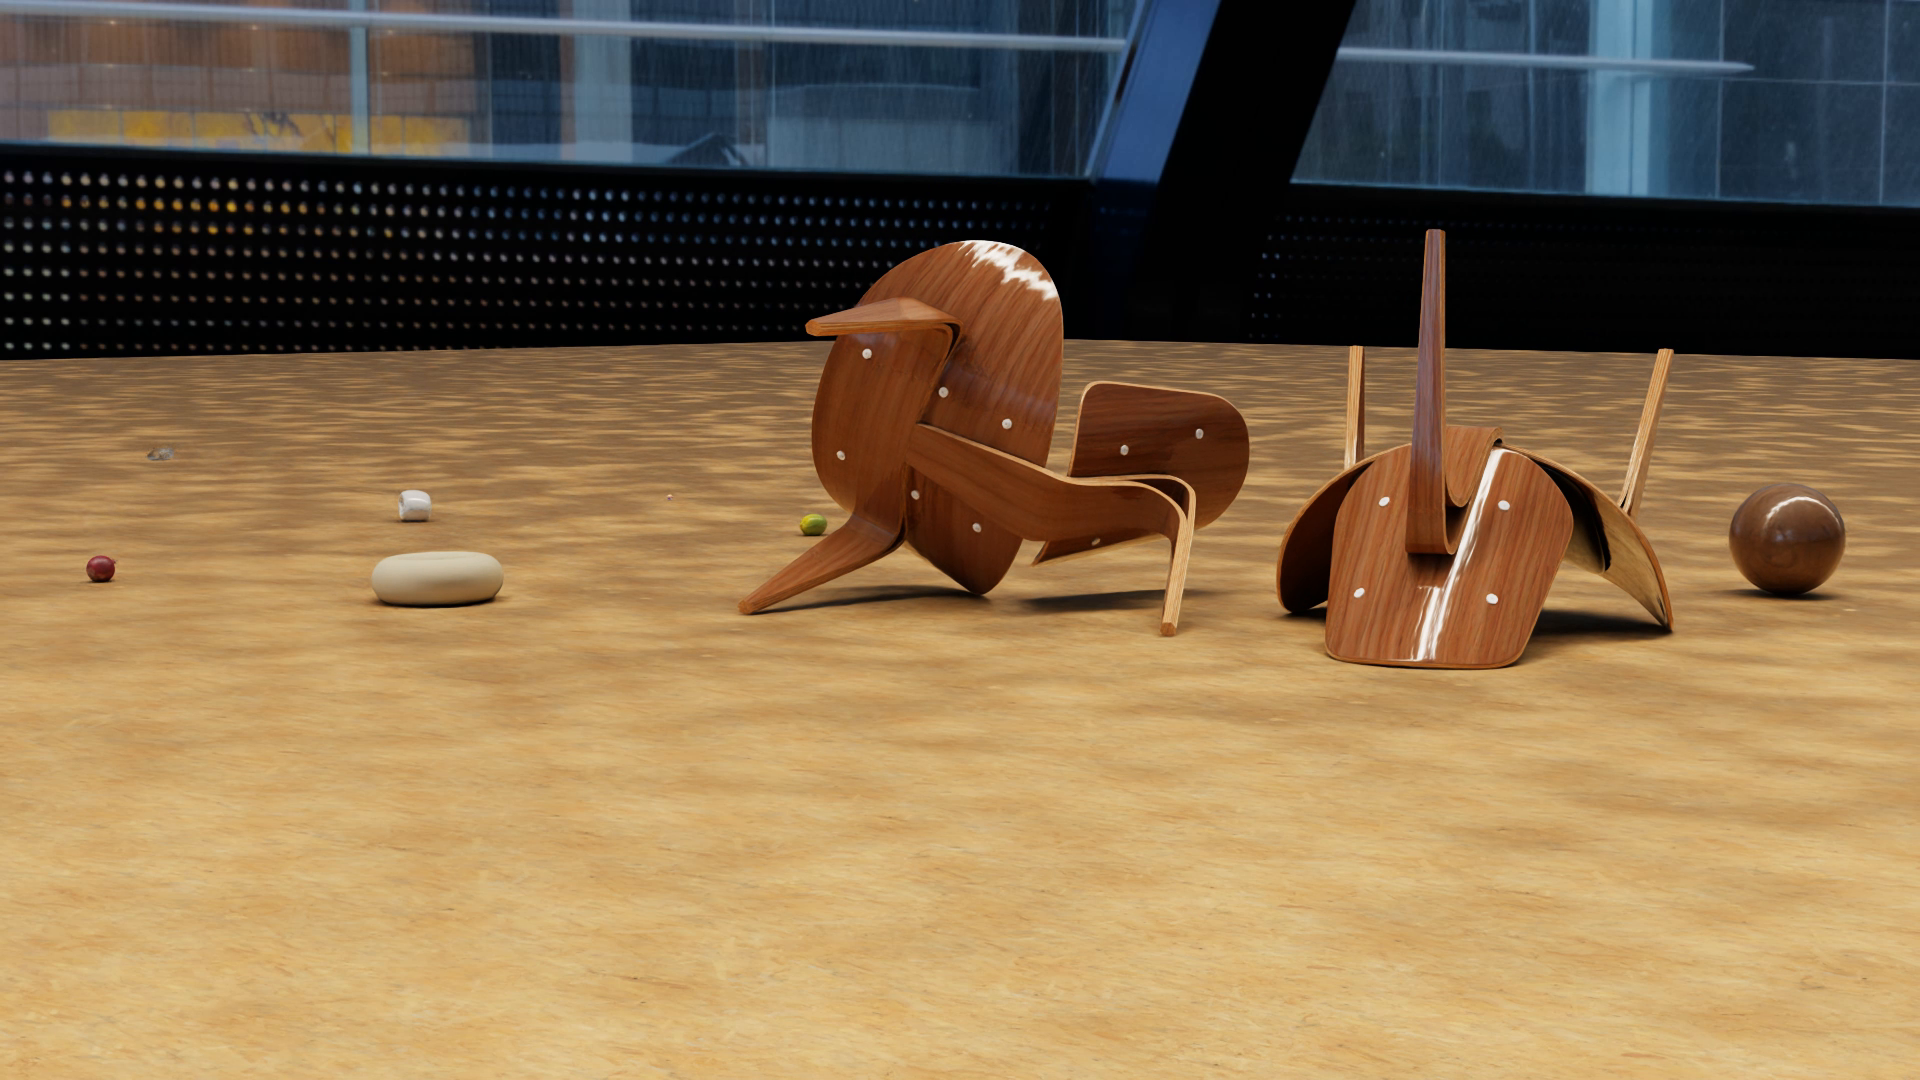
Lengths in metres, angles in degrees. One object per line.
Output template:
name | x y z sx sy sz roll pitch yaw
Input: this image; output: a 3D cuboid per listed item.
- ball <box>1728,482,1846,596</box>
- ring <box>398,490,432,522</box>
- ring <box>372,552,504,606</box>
ball | 1.708 -0.002 5.300 0.232 0.232 0.232 0 6 0
ring | -1.468 -0.092 6.909 0.074 0.083 0.121 3 18 -24
ring | -1.062 0.078 5.216 0.264 0.092 0.272 -1 5 5
